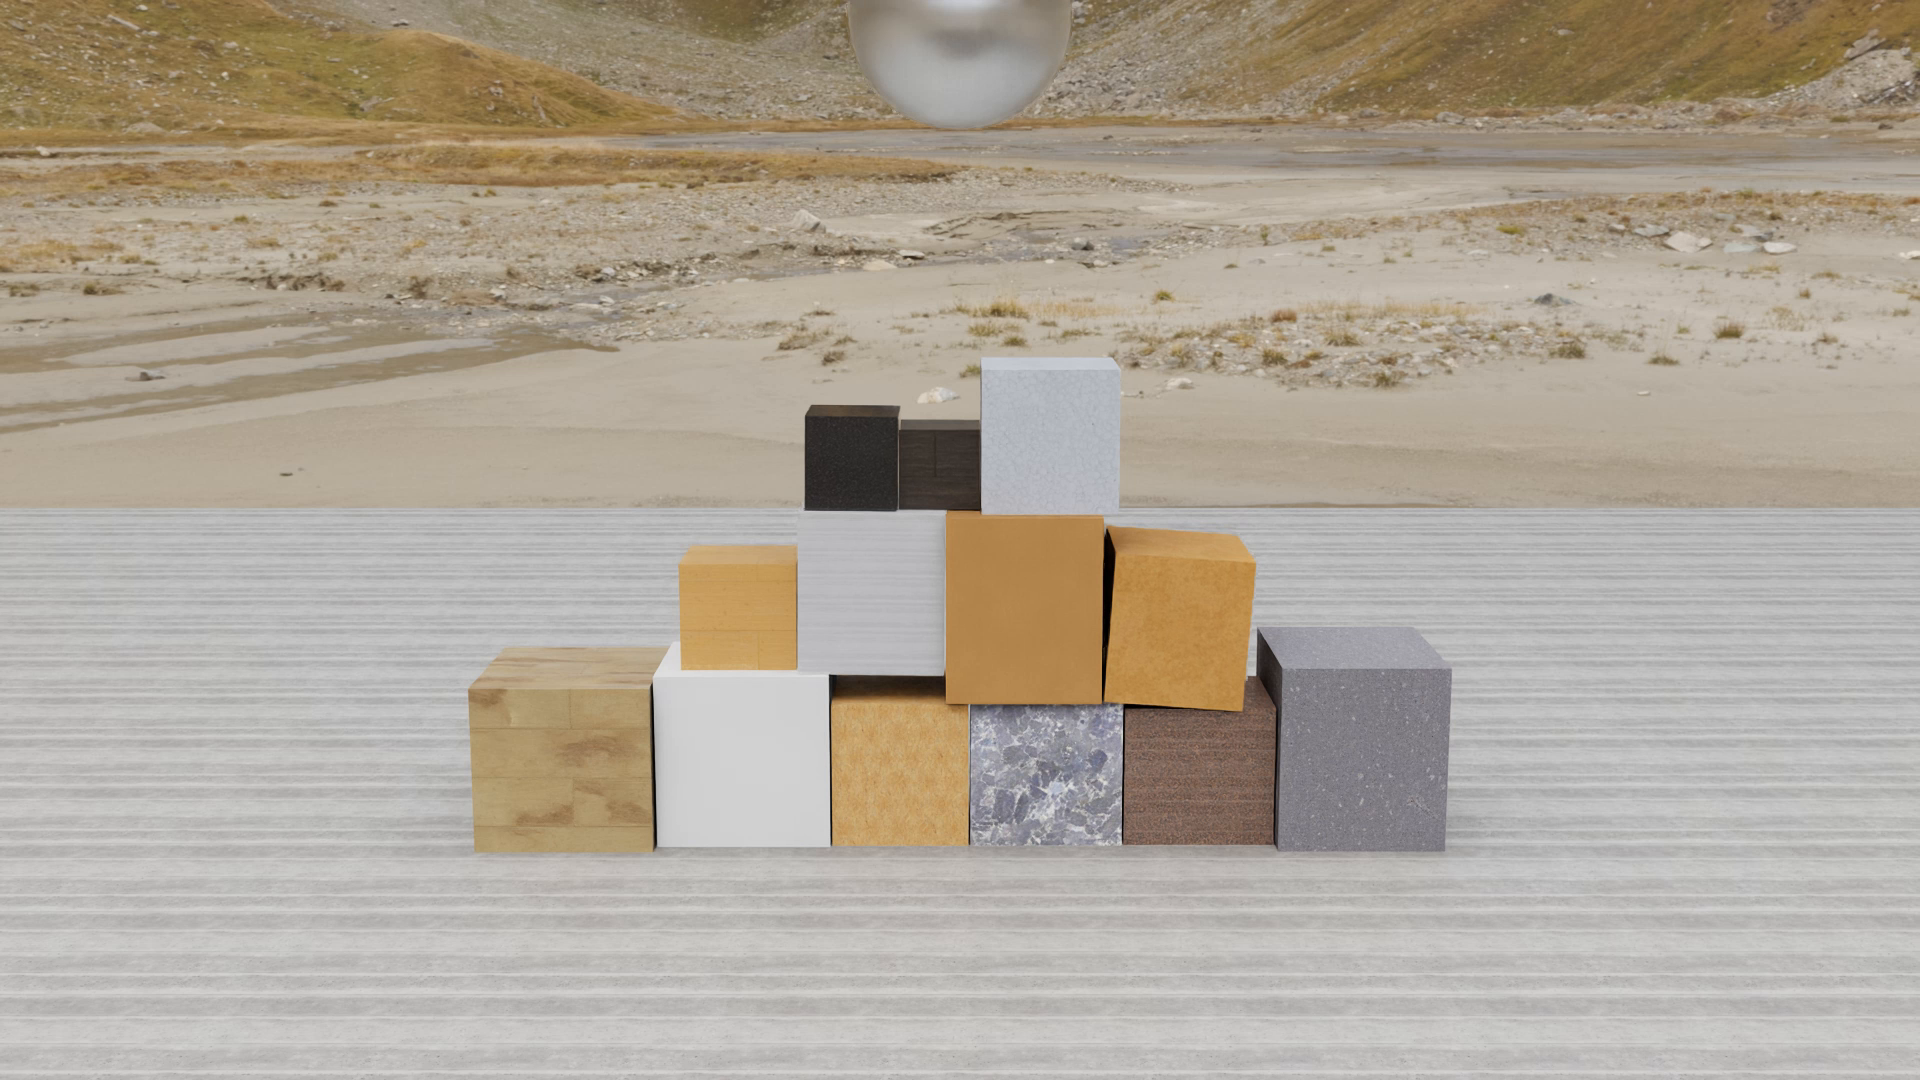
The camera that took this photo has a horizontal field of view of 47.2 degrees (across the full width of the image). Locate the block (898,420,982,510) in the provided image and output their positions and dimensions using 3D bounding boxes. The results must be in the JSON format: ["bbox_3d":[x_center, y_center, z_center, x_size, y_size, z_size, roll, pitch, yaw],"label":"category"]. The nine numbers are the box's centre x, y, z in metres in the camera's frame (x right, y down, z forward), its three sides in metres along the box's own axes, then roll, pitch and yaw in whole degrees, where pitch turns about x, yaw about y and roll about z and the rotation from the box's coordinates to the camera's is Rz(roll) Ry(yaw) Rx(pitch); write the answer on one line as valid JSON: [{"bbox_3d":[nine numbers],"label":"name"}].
[{"bbox_3d":[-0.100,-0.385,11.128,0.412,0.401,0.411,0,10,0],"label":"block"}]

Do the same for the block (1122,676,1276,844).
[{"bbox_3d":[1.202,1.129,11.375,0.756,0.709,0.690,0,10,0],"label":"block"}]

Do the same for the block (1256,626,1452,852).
[{"bbox_3d":[2.007,1.011,11.378,0.834,0.940,0.949,0,10,0],"label":"block"}]

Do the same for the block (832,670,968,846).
[{"bbox_3d":[-0.300,1.116,11.387,0.685,0.731,0.737,0,10,0],"label":"block"}]

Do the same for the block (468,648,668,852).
[{"bbox_3d":[-1.979,1.066,11.354,0.890,0.840,0.909,0,10,0],"label":"block"}]

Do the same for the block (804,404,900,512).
[{"bbox_3d":[-0.537,-0.418,11.089,0.459,0.472,0.480,1,10,0],"label":"block"}]

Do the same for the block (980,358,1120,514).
[{"bbox_3d":[0.445,-0.533,11.088,0.679,0.717,0.604,0,10,0],"label":"block"}]

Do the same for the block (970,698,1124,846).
[{"bbox_3d":[0.434,1.111,11.365,0.761,0.748,0.690,0,10,0],"label":"block"}]

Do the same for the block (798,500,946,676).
[{"bbox_3d":[-0.440,0.212,11.225,0.730,0.813,0.682,1,10,0],"label":"block"}]

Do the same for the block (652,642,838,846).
[{"bbox_3d":[-1.088,1.042,11.374,0.871,0.880,0.782,0,10,0],"label":"block"}]

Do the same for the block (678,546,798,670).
[{"bbox_3d":[-1.111,0.341,11.260,0.581,0.542,0.528,0,10,0],"label":"block"}]

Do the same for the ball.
[{"bbox_3d":[0.000,-3.745,15.739,1.600,1.600,1.600,0,10,0],"label":"ball"}]

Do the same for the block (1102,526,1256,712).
[{"bbox_3d":[1.084,0.388,11.233,0.690,0.753,0.782,4,10,-1],"label":"block"}]

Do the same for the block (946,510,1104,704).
[{"bbox_3d":[0.316,0.277,11.250,0.772,0.934,0.875,0,10,0],"label":"block"}]
